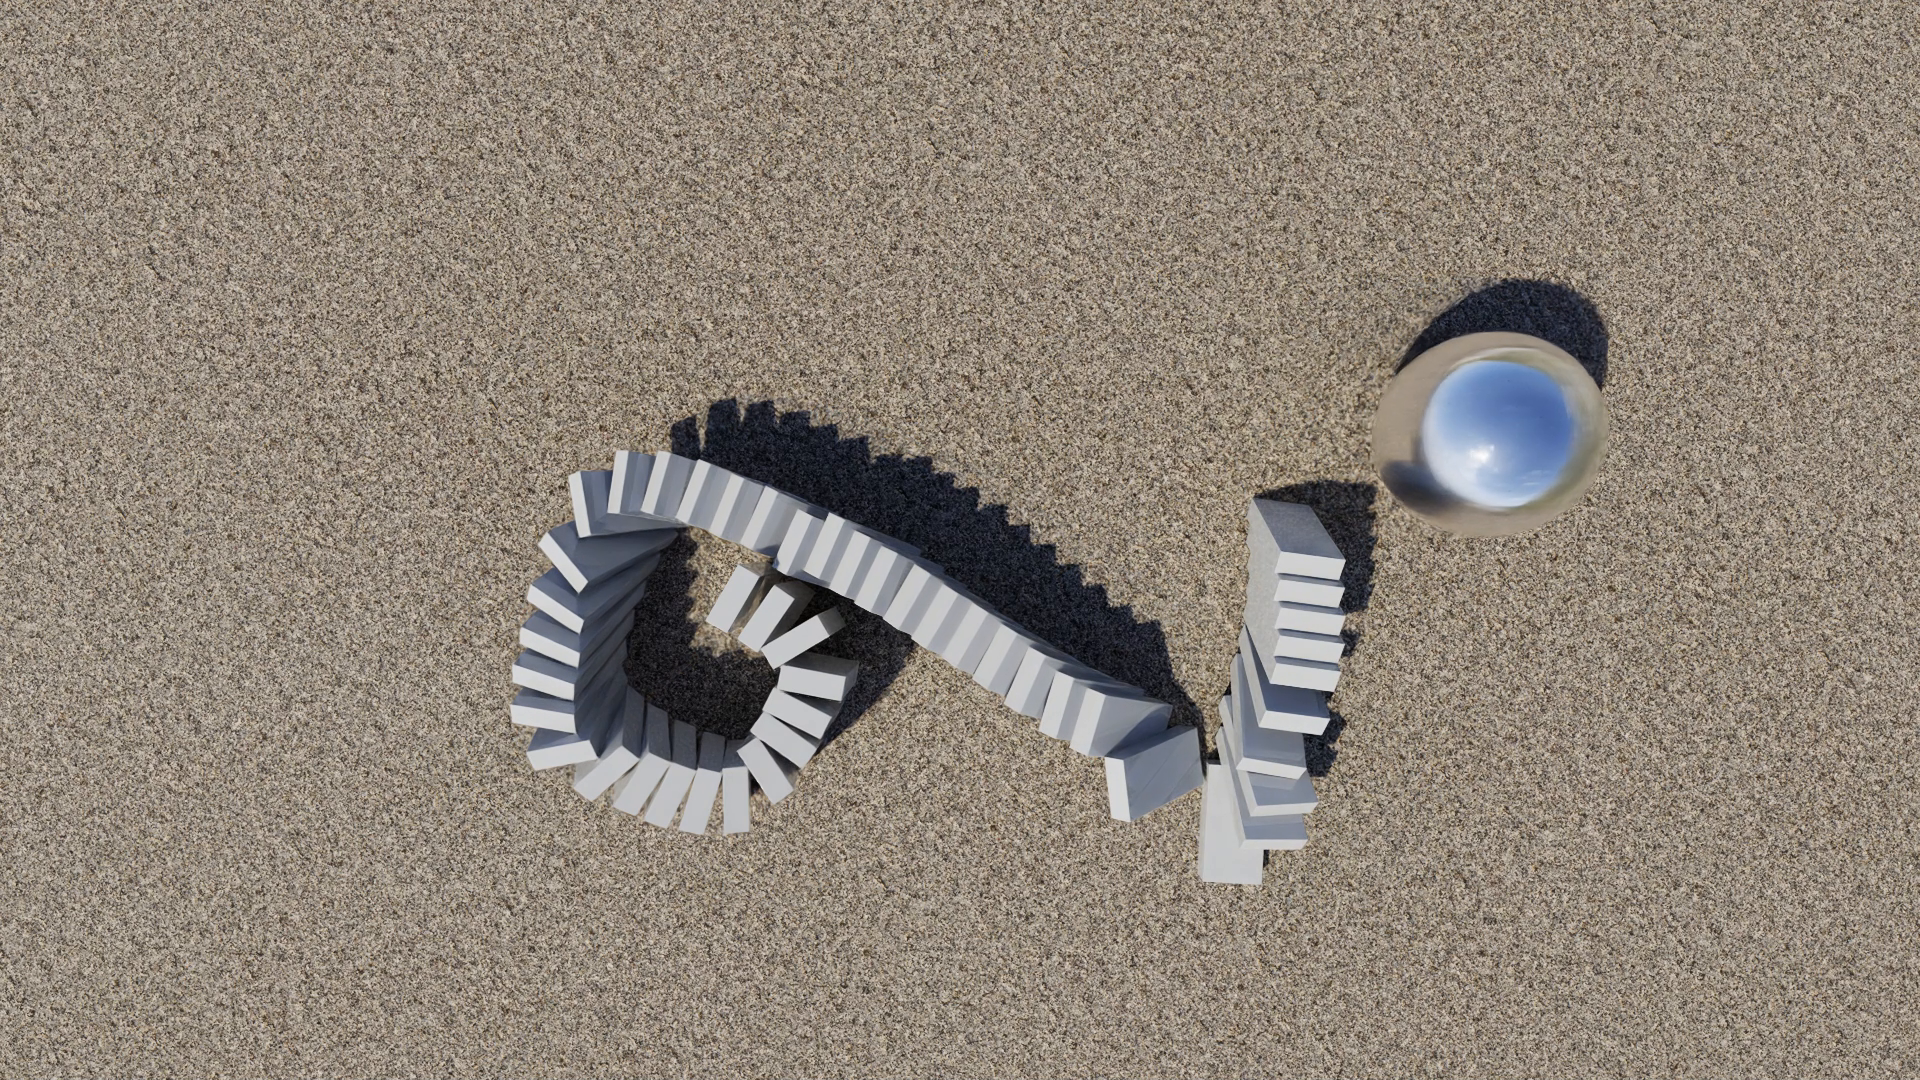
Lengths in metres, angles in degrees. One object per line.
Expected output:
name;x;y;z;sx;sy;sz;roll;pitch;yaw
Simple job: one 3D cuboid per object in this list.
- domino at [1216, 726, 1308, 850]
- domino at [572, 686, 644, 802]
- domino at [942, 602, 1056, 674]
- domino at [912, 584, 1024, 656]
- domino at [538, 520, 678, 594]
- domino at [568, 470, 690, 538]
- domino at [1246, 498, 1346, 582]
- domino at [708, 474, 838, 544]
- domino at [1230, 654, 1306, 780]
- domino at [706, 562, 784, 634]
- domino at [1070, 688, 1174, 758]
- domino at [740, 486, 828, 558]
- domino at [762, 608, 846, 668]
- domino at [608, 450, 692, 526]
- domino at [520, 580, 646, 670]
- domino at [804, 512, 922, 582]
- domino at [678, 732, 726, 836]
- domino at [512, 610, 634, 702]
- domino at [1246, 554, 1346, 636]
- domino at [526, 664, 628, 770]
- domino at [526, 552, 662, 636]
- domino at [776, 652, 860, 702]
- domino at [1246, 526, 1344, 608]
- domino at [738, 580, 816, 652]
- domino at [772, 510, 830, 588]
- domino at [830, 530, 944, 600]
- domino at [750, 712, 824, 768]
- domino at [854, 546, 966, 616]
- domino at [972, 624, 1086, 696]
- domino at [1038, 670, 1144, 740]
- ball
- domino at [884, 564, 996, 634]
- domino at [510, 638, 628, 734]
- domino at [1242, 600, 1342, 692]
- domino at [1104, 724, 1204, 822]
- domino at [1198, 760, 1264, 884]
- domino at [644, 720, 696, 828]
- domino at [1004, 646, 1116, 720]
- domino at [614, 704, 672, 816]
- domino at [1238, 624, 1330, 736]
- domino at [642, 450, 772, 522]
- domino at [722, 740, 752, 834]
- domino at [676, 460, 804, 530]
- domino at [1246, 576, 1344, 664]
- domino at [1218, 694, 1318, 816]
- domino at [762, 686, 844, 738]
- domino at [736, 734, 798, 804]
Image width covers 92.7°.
domino;0.124;0.102;0.380;0.025;0.009;0.050;1;49;-2
domino;-0.143;0.082;0.375;0.025;0.050;0.010;-41;115;0
domino;0.017;0.046;0.379;0.009;0.050;0.025;30;90;44
domino;0.004;0.038;0.378;0.010;0.050;0.025;30;90;41
domino;-0.143;0.000;0.377;0.025;0.050;0.010;50;126;0
domino;-0.133;-0.016;0.378;0.010;0.050;0.025;-10;89;40
domino;0.137;-0.001;0.376;0.025;0.050;0.010;8;117;0
domino;-0.076;-0.007;0.379;0.010;0.050;0.025;22;90;44
domino;0.127;0.072;0.380;0.025;0.010;0.050;9;49;2
domino;-0.087;0.022;0.375;0.010;0.050;0.025;30;90;0
domino;0.068;0.077;0.379;0.050;0.010;0.025;17;90;-44
domino;-0.063;-0.002;0.379;0.009;0.050;0.025;24;90;44
domino;-0.063;0.039;0.375;0.025;0.050;0.009;-31;89;0
domino;-0.118;-0.020;0.378;0.009;0.050;0.025;6;87;42
domino;-0.154;0.029;0.377;0.025;0.050;0.009;24;125;0
domino;-0.039;0.008;0.377;0.010;0.050;0.025;24;91;38
domino;-0.105;0.098;0.375;0.010;0.050;0.025;17;90;-14
domino;-0.157;0.043;0.376;0.025;0.050;0.009;18;123;0
domino;0.137;0.020;0.376;0.025;0.050;0.010;8;117;0
domino;-0.156;0.071;0.376;0.025;0.050;0.009;-11;119;0
domino;-0.149;0.015;0.377;0.025;0.050;0.010;34;127;0
domino;-0.057;0.055;0.375;0.025;0.050;0.009;11;89;0
domino;0.136;0.010;0.376;0.025;0.050;0.010;8;117;0
domino;-0.074;0.030;0.375;0.009;0.050;0.025;35;90;1
domino;-0.052;0.007;0.377;0.010;0.050;0.025;24;90;38
domino;-0.029;0.015;0.377;0.009;0.050;0.025;23;89;38
domino;-0.069;0.079;0.375;0.025;0.050;0.009;36;82;0
domino;-0.019;0.022;0.377;0.010;0.050;0.025;23;87;38
domino;0.029;0.054;0.379;0.050;0.009;0.025;29;90;-44
domino;0.055;0.070;0.379;0.050;0.010;0.025;17;90;-44
ball;0.206;-0.041;0.360;0.080;0.080;0.080;0;90;0
domino;-0.008;0.030;0.377;0.010;0.050;0.025;30;90;38
domino;-0.159;0.057;0.376;0.025;0.050;0.010;9;120;0
domino;0.135;0.042;0.376;0.025;0.050;0.009;8;117;0
domino;0.081;0.096;0.380;0.050;0.009;0.025;-9;93;-40
domino;0.117;0.121;0.395;0.025;0.009;0.050;3;90;0
domino;-0.118;0.094;0.375;0.009;0.050;0.025;27;90;-18
domino;0.042;0.062;0.379;0.050;0.009;0.025;24;90;-44
domino;-0.130;0.089;0.375;0.010;0.050;0.025;33;90;-23
domino;0.132;0.056;0.377;0.025;0.050;0.009;7;127;0
domino;-0.103;-0.018;0.378;0.009;0.050;0.025;14;87;42
domino;-0.091;0.099;0.375;0.009;0.050;0.025;-2;90;-12
domino;-0.089;-0.013;0.378;0.009;0.050;0.025;21;90;43
domino;0.136;0.031;0.376;0.025;0.050;0.010;8;117;0
domino;0.127;0.088;0.379;0.025;0.010;0.050;-2;50;-4
domino;-0.063;0.067;0.375;0.025;0.050;0.009;27;87;0
domino;-0.078;0.091;0.375;0.009;0.050;0.025;-34;90;-10
